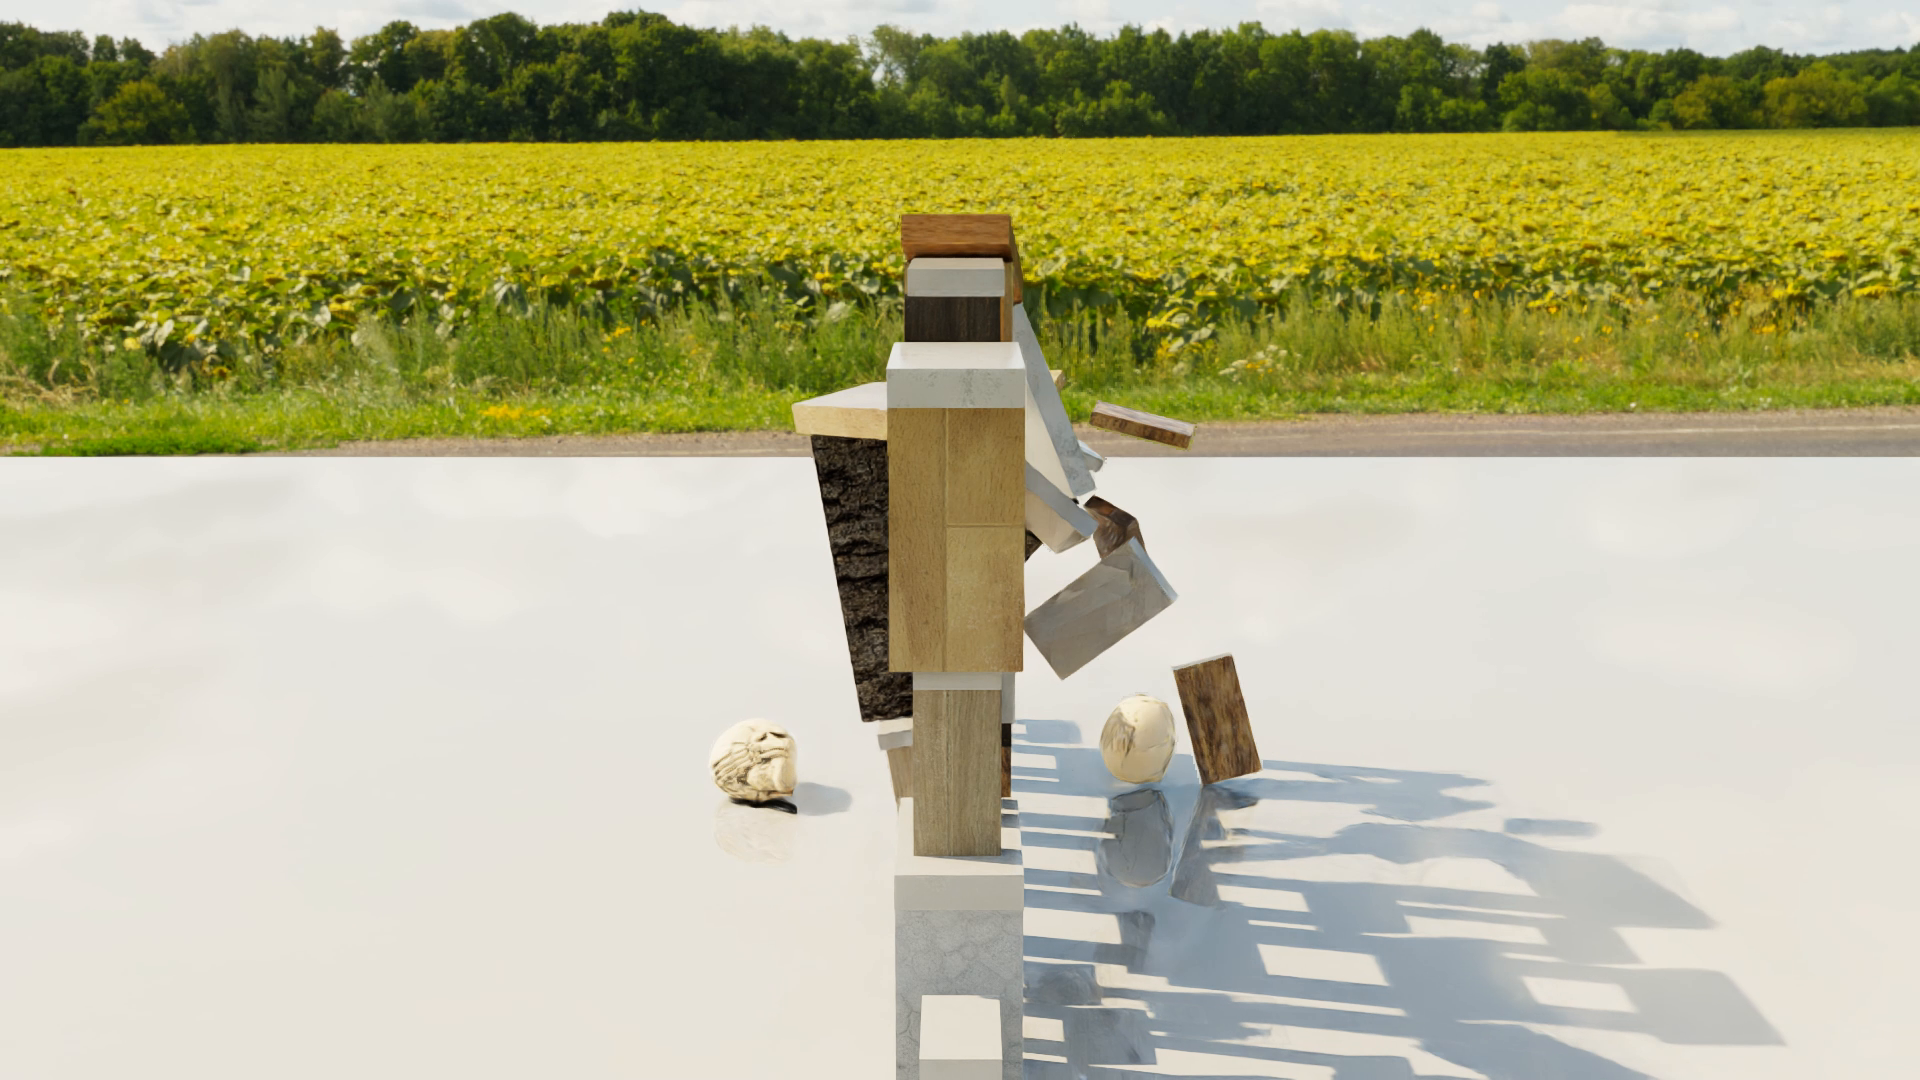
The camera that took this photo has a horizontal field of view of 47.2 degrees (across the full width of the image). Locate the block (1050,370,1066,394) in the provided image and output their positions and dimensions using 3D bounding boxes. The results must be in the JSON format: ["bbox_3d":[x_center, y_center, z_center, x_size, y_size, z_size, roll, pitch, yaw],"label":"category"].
[{"bbox_3d":[0.123,-0.255,4.200,0.094,0.027,0.187,0,41,34],"label":"block"}]

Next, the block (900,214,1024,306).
[{"bbox_3d":[0.009,-0.478,3.798,0.180,0.051,0.359,0,-11,6],"label":"block"}]

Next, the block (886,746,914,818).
[{"bbox_3d":[-0.055,0.374,3.269,0.084,0.204,0.024,-10,7,2],"label":"block"}]

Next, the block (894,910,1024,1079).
[{"bbox_3d":[-0.001,0.597,2.761,0.158,0.317,0.045,0,11,0],"label":"block"}]

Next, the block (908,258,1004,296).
[{"bbox_3d":[-0.004,-0.394,3.291,0.139,0.039,0.278,0,10,0],"label":"block"}]

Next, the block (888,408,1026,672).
[{"bbox_3d":[-0.004,-0.004,2.637,0.162,0.323,0.046,0,11,0],"label":"block"}]

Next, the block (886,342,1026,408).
[{"bbox_3d":[-0.005,-0.205,2.709,0.162,0.046,0.323,0,11,0],"label":"block"}]

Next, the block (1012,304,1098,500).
[{"bbox_3d":[0.119,-0.236,4.005,0.051,0.359,0.180,-23,2,-27],"label":"block"}]

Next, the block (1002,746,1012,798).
[{"bbox_3d":[-0.003,0.467,3.434,0.164,0.329,0.047,0,11,0],"label":"block"}]

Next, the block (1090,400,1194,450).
[{"bbox_3d":[0.338,-0.214,4.084,0.187,0.027,0.094,15,18,5],"label":"block"}]

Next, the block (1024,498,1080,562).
[{"bbox_3d":[0.108,-0.026,4.269,0.118,0.236,0.033,40,6,-20],"label":"block"}]

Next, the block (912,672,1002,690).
[{"bbox_3d":[-0.004,0.148,2.787,0.109,0.031,0.219,0,11,0],"label":"block"}]

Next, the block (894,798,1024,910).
[{"bbox_3d":[-0.001,0.400,2.832,0.158,0.045,0.317,0,11,0],"label":"block"}]

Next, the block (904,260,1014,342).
[{"bbox_3d":[-0.002,-0.275,3.716,0.180,0.388,0.051,1,10,4],"label":"block"}]

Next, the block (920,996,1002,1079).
[{"bbox_3d":[0.001,0.585,2.591,0.094,0.027,0.188,0,11,0],"label":"block"}]

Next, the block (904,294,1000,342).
[{"bbox_3d":[-0.012,-0.222,3.233,0.139,0.278,0.039,0,11,-2],"label":"block"}]

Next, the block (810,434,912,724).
[{"bbox_3d":[-0.107,0.039,3.202,0.148,0.437,0.042,-10,8,0],"label":"block"}]

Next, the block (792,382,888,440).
[{"bbox_3d":[-0.092,-0.180,3.053,0.148,0.042,0.295,-18,15,-33],"label":"block"}]

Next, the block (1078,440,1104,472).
[{"bbox_3d":[0.183,-0.191,4.249,0.187,0.027,0.094,22,15,-31],"label":"block"}]

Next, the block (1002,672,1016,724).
[{"bbox_3d":[0.004,0.115,3.300,0.159,0.319,0.045,0,11,0],"label":"block"}]

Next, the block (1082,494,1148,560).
[{"bbox_3d":[0.320,0.025,4.338,0.033,0.236,0.118,-40,46,-20],"label":"block"}]

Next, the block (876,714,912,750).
[{"bbox_3d":[-0.074,0.269,3.201,0.084,0.024,0.167,-10,8,2],"label":"block"}]

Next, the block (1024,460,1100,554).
[{"bbox_3d":[0.113,-0.087,3.969,0.271,0.038,0.135,40,-23,-9],"label":"block"}]

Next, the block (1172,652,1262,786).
[{"bbox_3d":[0.498,0.347,4.268,0.118,0.236,0.033,-15,8,2],"label":"block"}]

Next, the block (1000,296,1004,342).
[{"bbox_3d":[-0.003,-0.255,3.410,0.139,0.278,0.039,0,11,0],"label":"block"}]

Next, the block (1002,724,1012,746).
[{"bbox_3d":[-0.003,0.262,3.507,0.164,0.047,0.329,0,11,0],"label":"block"}]

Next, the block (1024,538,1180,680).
[{"bbox_3d":[0.248,0.126,3.967,0.271,0.135,0.038,-37,-1,27],"label":"block"}]

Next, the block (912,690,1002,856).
[{"bbox_3d":[-0.003,0.284,2.738,0.109,0.219,0.031,0,10,0],"label":"block"}]
